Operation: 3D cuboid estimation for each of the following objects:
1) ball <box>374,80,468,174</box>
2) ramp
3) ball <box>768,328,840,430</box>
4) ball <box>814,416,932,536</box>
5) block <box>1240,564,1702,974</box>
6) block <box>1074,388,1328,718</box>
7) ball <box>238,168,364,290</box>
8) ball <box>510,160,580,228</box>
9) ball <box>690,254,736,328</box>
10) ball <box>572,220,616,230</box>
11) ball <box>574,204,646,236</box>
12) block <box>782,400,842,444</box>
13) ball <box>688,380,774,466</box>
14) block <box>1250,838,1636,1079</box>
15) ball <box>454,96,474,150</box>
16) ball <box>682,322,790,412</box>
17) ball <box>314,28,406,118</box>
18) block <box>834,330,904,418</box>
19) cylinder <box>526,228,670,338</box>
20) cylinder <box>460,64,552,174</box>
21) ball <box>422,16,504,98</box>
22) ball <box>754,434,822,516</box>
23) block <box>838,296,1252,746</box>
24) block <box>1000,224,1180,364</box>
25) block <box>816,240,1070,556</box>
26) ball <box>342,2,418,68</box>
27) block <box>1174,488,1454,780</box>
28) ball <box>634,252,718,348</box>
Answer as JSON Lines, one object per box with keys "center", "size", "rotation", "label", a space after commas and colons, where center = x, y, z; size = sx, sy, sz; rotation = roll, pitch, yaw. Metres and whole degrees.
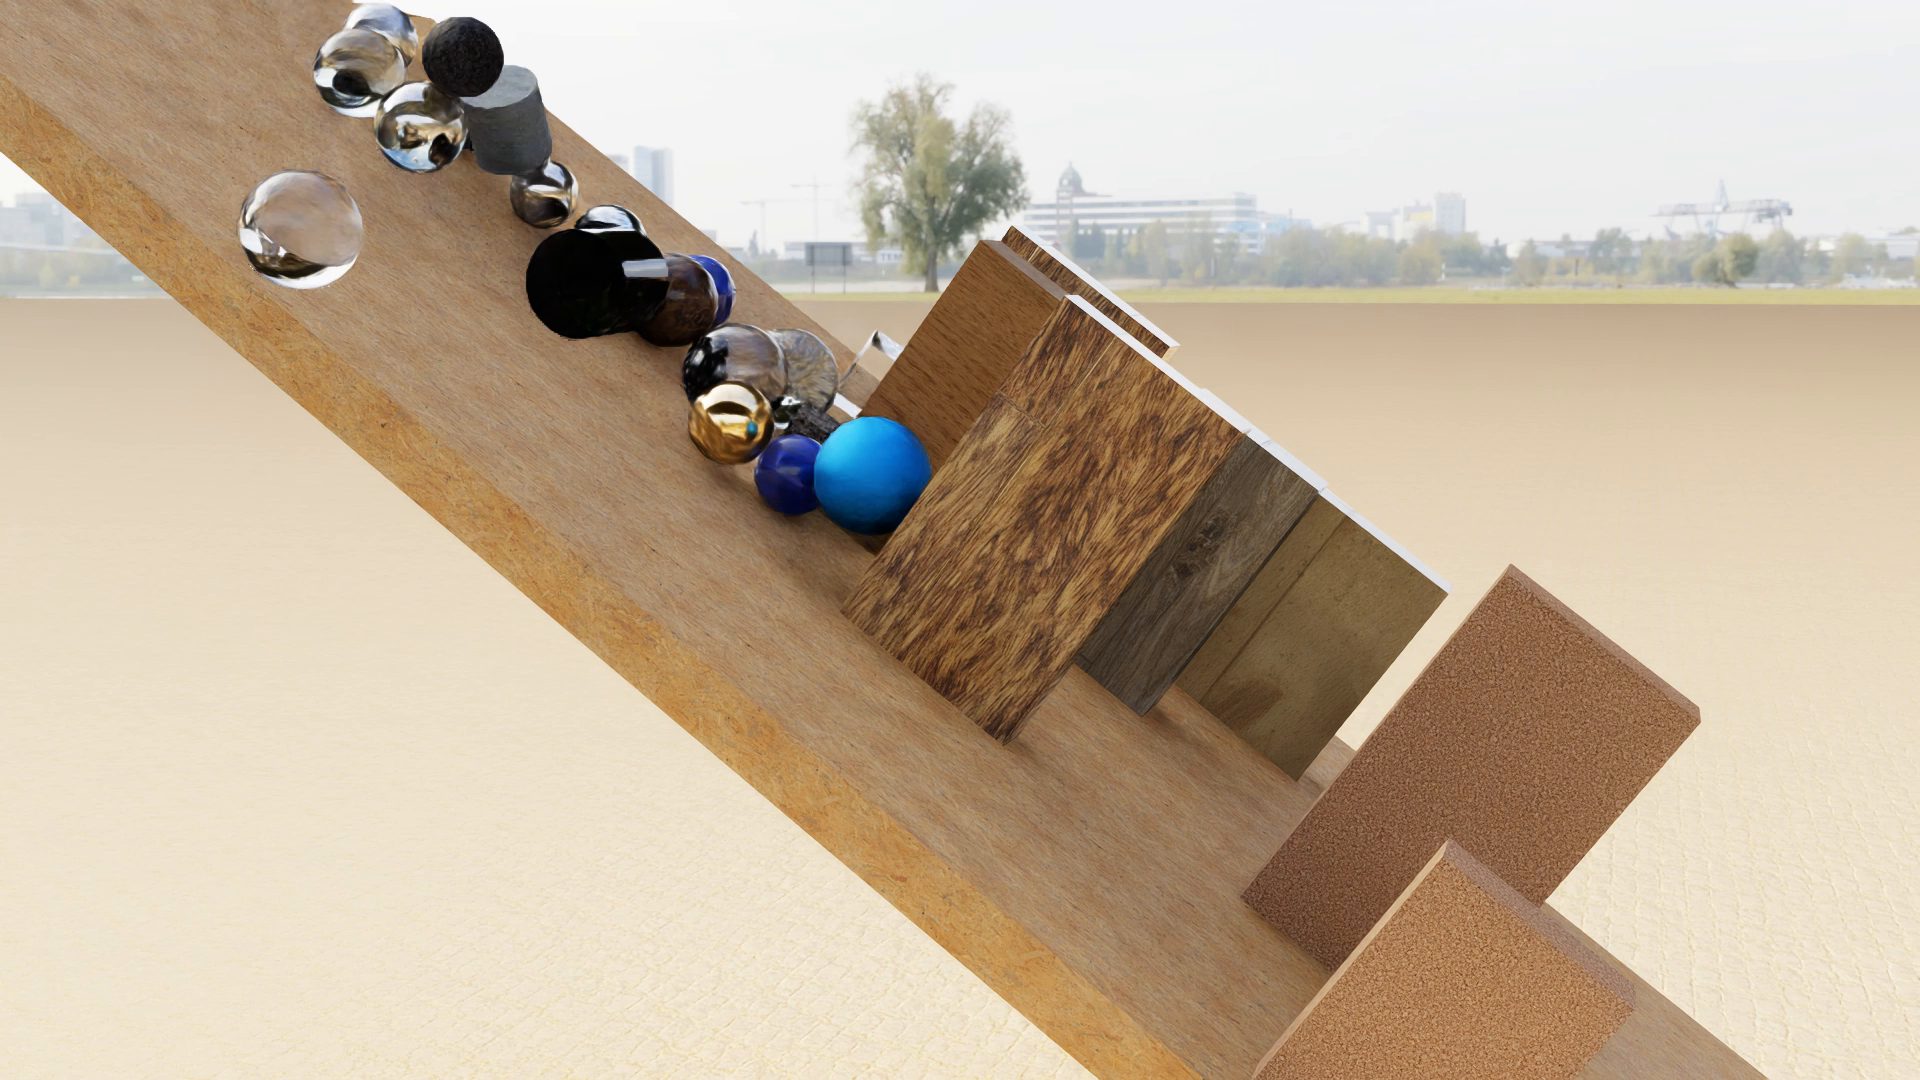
{"center": [-1.020, -0.780, 4.156], "size": [0.172, 0.172, 0.172], "rotation": [0, 7, 0], "label": "ball"}
{"center": [-0.062, 0.124, 4.069], "size": [4.000, 0.100, 2.000], "rotation": [39, 16, 9], "label": "ramp"}
{"center": [-0.327, -0.308, 4.201], "size": [0.193, 0.193, 0.193], "rotation": [0, 7, 0], "label": "ball"}
{"center": [-0.144, -0.106, 3.641], "size": [0.197, 0.197, 0.197], "rotation": [0, 7, 0], "label": "ball"}
{"center": [0.822, 0.429, 3.575], "size": [0.372, 0.695, 0.124], "rotation": [39, 16, 9], "label": "block"}
{"center": [0.403, 0.023, 4.147], "size": [0.294, 0.544, 0.142], "rotation": [39, 16, 9], "label": "block"}
{"center": [-0.989, -0.467, 3.302], "size": [0.181, 0.181, 0.181], "rotation": [0, 7, 0], "label": "ball"}
{"center": [-0.825, -0.687, 4.366], "size": [0.137, 0.137, 0.137], "rotation": [0, 7, 0], "label": "ball"}
{"center": [-0.526, -0.490, 4.389], "size": [0.157, 0.157, 0.157], "rotation": [0, 7, 0], "label": "ball"}
{"center": [-0.693, -0.535, 4.183], "size": [0.143, 0.143, 0.143], "rotation": [0, 7, 0], "label": "ball"}
{"center": [-0.691, -0.585, 4.331], "size": [0.149, 0.149, 0.149], "rotation": [0, 7, 0], "label": "ball"}
{"center": [-0.279, -0.176, 4.089], "size": [0.109, 0.109, 0.109], "rotation": [34, 16, -6], "label": "block"}
{"center": [-0.394, -0.201, 3.788], "size": [0.148, 0.148, 0.148], "rotation": [0, 7, 0], "label": "ball"}
{"center": [0.652, 0.677, 2.992], "size": [0.312, 0.431, 0.104], "rotation": [39, 16, 9], "label": "block"}
{"center": [-0.998, -0.886, 4.504], "size": [0.176, 0.176, 0.176], "rotation": [0, 7, 0], "label": "ball"}
{"center": [-0.409, -0.299, 4.016], "size": [0.194, 0.194, 0.194], "rotation": [0, 7, 0], "label": "ball"}
{"center": [-1.151, -0.896, 4.218], "size": [0.171, 0.171, 0.171], "rotation": [0, 7, 0], "label": "ball"}
{"center": [-0.165, -0.331, 4.702], "size": [0.152, 0.152, 0.152], "rotation": [34, 16, -8], "label": "block"}
{"center": [-0.653, -0.466, 3.976], "size": [0.193, 0.193, 0.193], "rotation": [2, 9, 15], "label": "cylinder"}
{"center": [-0.887, -0.822, 4.301], "size": [0.153, 0.153, 0.153], "rotation": [-3, 44, 3], "label": "cylinder"}
{"center": [-0.927, -0.901, 4.100], "size": [0.150, 0.150, 0.150], "rotation": [0, 7, 0], "label": "ball"}
{"center": [-0.288, -0.114, 3.833], "size": [0.140, 0.140, 0.140], "rotation": [0, 7, 0], "label": "ball"}
{"center": [0.130, -0.029, 3.542], "size": [0.353, 0.641, 0.088], "rotation": [39, 16, 9], "label": "block"}
{"center": [0.149, -0.349, 4.767], "size": [0.430, 0.502, 0.110], "rotation": [39, 16, 9], "label": "block"}
{"center": [-0.011, -0.230, 3.953], "size": [0.254, 0.573, 0.124], "rotation": [39, 16, 9], "label": "block"}
{"center": [-1.200, -1.034, 4.546], "size": [0.153, 0.153, 0.153], "rotation": [0, 7, 0], "label": "ball"}
{"center": [0.656, 0.150, 4.421], "size": [0.445, 0.486, 0.112], "rotation": [39, 16, 9], "label": "block"}
{"center": [-0.552, -0.457, 4.195], "size": [0.181, 0.181, 0.181], "rotation": [0, 7, 0], "label": "ball"}
